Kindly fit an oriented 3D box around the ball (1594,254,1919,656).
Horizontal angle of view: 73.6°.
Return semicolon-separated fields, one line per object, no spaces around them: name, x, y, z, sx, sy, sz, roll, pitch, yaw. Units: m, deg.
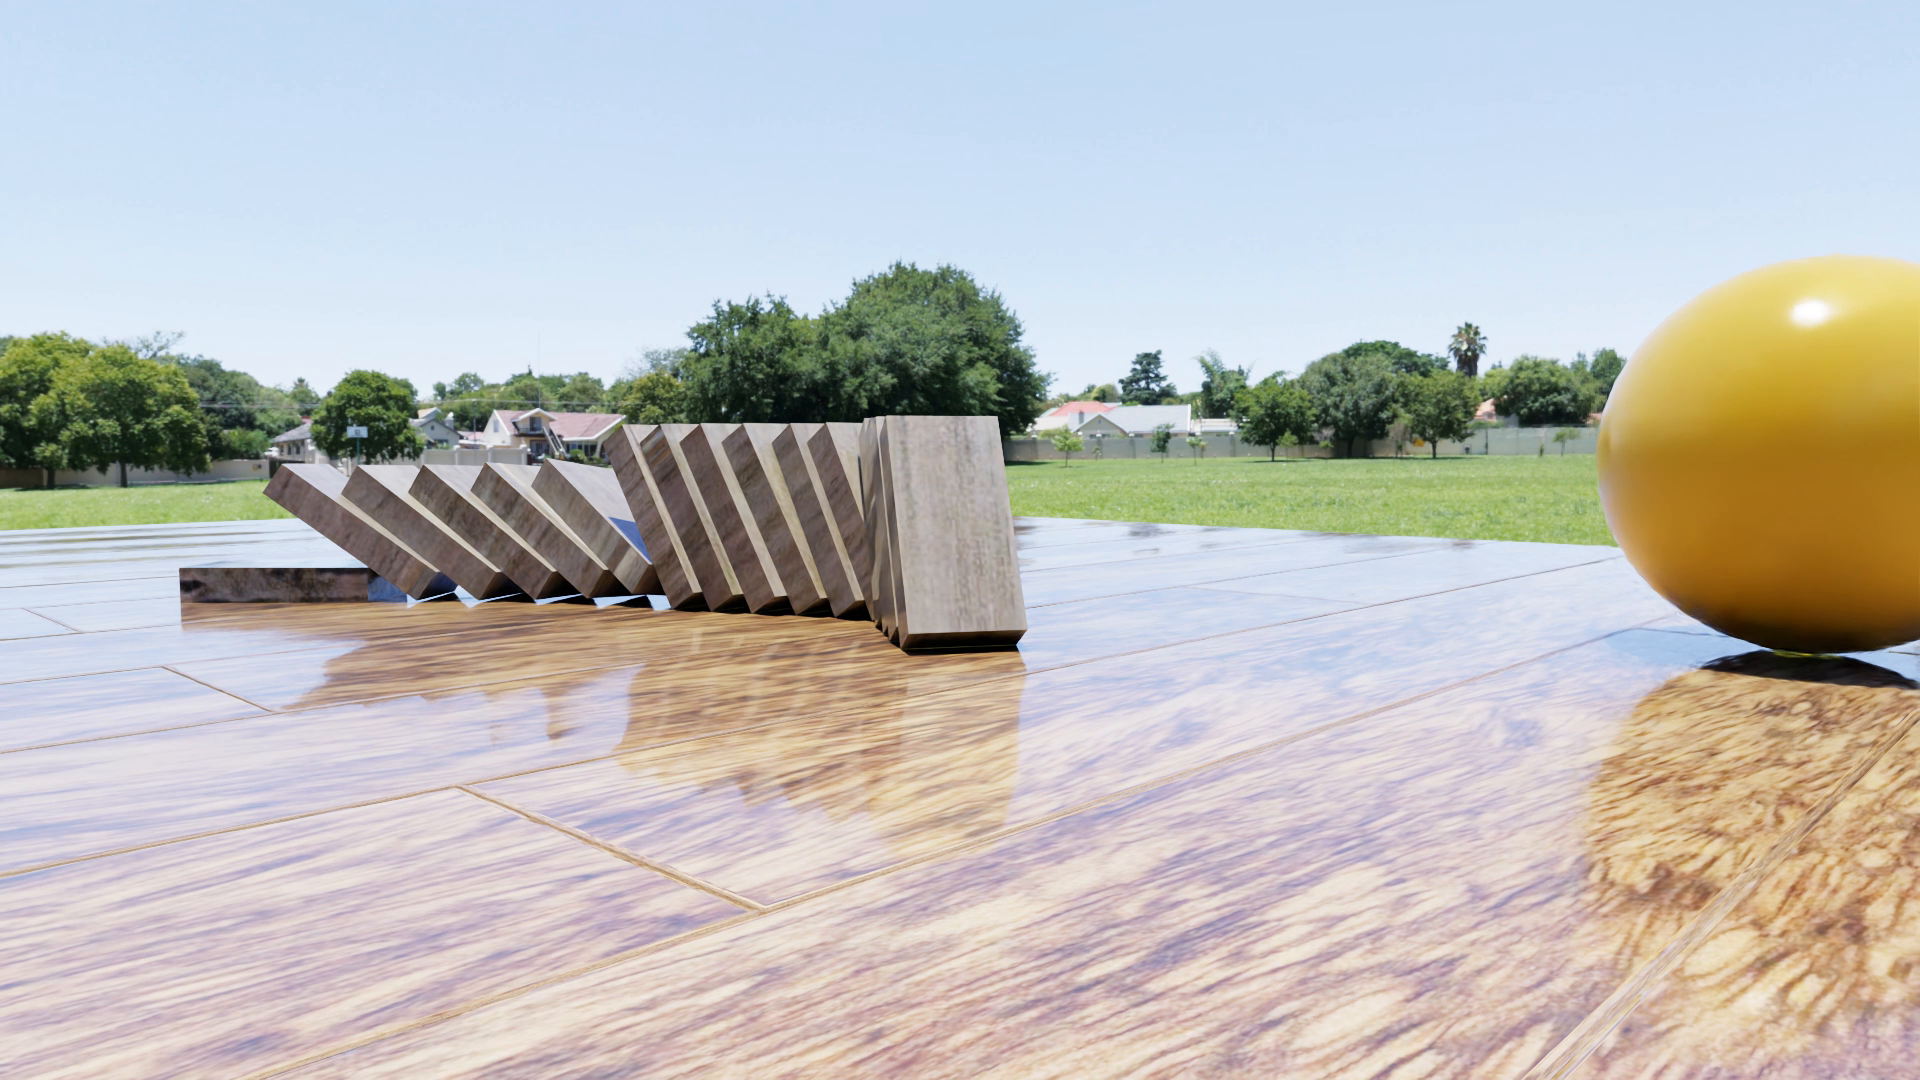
ball;0.173;-0.017;0.259;0.080;0.080;0.080;0;4;0

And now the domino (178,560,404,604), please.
domino;-0.184;0.011;0.356;0.050;0.010;0.025;0;4;-1

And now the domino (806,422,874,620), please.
domino;-0.018;-0.005;0.320;0.025;0.050;0.009;-3;-26;-43

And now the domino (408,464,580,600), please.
domino;-0.127;-0.003;0.359;0.050;0.010;0.025;37;12;13

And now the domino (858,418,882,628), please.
domino;-0.009;-0.005;0.306;0.025;0.050;0.010;-1;-24;-14

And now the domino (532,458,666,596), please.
domino;-0.093;-0.003;0.354;0.050;0.009;0.025;40;15;27

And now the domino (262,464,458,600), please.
domino;-0.163;-0.003;0.356;0.050;0.009;0.025;35;3;-1

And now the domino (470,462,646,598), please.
domino;-0.109;-0.003;0.357;0.050;0.009;0.025;38;14;19

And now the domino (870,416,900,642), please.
domino;-0.005;-0.003;0.285;0.025;0.050;0.009;-1;-24;-14

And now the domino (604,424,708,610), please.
domino;-0.074;-0.007;0.343;0.009;0.050;0.025;-35;-17;33

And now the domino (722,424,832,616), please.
domino;-0.040;-0.006;0.331;0.009;0.050;0.025;-35;-17;33

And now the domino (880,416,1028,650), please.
domino;-0.002;-0.002;0.274;0.025;0.050;0.009;-1;-24;-14

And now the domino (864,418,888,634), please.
domino;-0.007;-0.004;0.295;0.025;0.050;0.009;-1;-24;-14

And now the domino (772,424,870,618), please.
domino;-0.028;-0.006;0.327;0.025;0.050;0.009;-4;-26;-43

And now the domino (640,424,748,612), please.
domino;-0.063;-0.007;0.338;0.010;0.050;0.025;-35;-17;33

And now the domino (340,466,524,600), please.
domino;-0.144;-0.003;0.359;0.050;0.009;0.025;36;9;7

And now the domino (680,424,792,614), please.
domino;-0.052;-0.006;0.335;0.010;0.050;0.025;-35;-17;33
